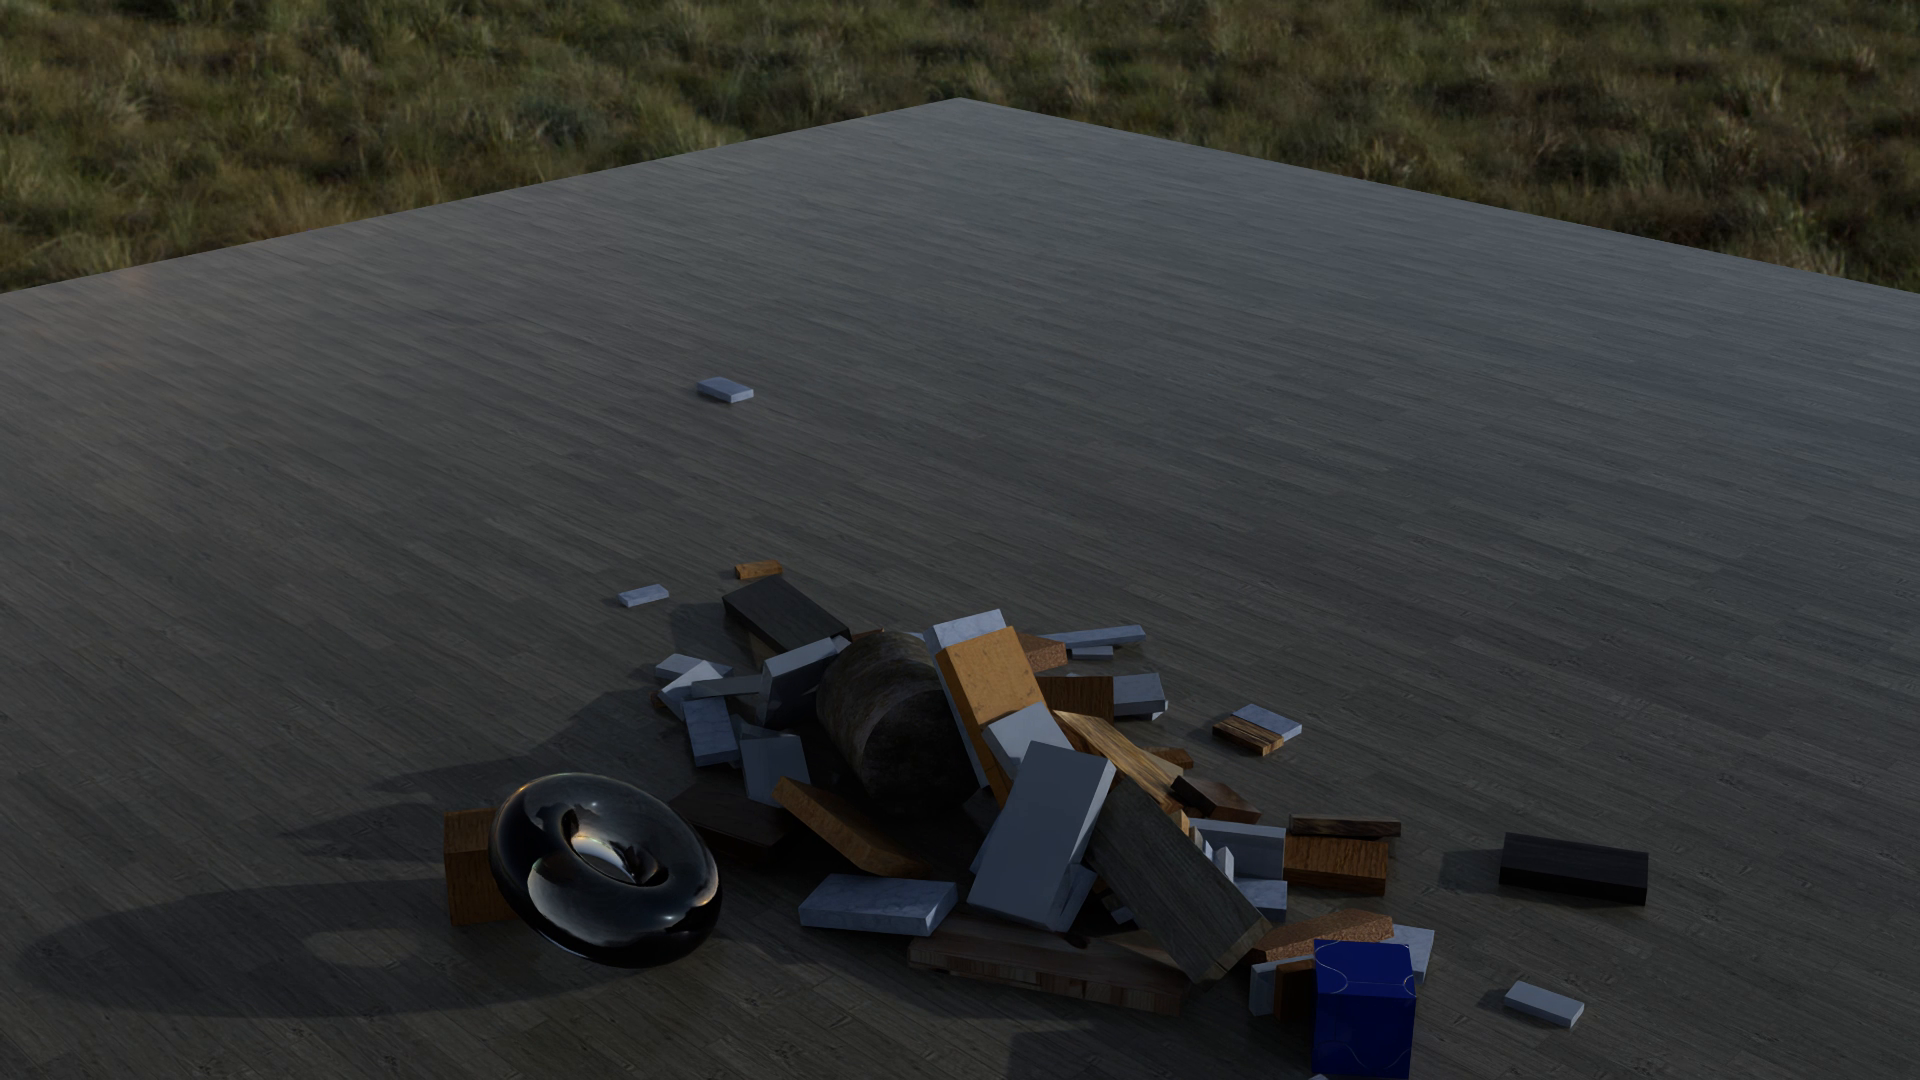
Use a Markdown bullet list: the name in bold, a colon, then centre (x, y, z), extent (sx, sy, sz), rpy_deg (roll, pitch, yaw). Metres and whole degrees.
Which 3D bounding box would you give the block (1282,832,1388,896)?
- **block**: centre (0.639, 0.617, 4.258), extent (0.368, 0.038, 0.135), rpy_deg (5, 23, 12)

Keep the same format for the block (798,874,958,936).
- **block**: centre (-0.151, 0.673, 4.068), extent (0.265, 0.037, 0.132), rpy_deg (0, 21, 26)

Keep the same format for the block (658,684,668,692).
- **block**: centre (-0.620, 0.329, 4.924), extent (0.056, 0.016, 0.112), rpy_deg (13, 26, 27)

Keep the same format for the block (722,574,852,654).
- **block**: centre (-0.411, 0.187, 5.180), extent (0.148, 0.042, 0.438), rpy_deg (-23, 25, -20)

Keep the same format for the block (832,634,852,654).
- **block**: centre (-0.271, 0.286, 4.876), extent (0.128, 0.036, 0.256), rpy_deg (-27, 22, -16)

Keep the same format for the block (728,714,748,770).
- **block**: centre (-0.480, 0.430, 4.713), extent (0.091, 0.026, 0.183), rpy_deg (-13, 26, -27)

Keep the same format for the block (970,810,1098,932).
- **block**: centre (0.136, 0.622, 4.128), extent (0.037, 0.132, 0.265), rpy_deg (27, 1, -41)

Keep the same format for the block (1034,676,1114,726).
- **block**: centre (0.222, 0.354, 4.784), extent (0.222, 0.111, 0.031), rpy_deg (0, -8, -1)

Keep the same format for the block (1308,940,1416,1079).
- **block**: centre (0.674, 0.788, 3.701), extent (0.159, 0.159, 0.159), rpy_deg (2, 23, 6)

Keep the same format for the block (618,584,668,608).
- **block**: centre (-0.780, 0.136, 5.419), extent (0.110, 0.016, 0.055), rpy_deg (-15, 27, -31)

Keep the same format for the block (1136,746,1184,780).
- **block**: centre (0.402, 0.465, 4.516), extent (0.117, 0.017, 0.058), rpy_deg (25, 23, -5)

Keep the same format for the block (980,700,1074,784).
- **block**: centre (0.172, 0.450, 4.208), extent (0.136, 0.039, 0.273), rpy_deg (-22, 69, -34)

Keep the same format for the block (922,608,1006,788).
- **block**: centre (0.060, 0.312, 4.354), extent (0.165, 0.330, 0.047), rpy_deg (-13, -15, -35)

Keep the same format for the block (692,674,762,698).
- **block**: centre (-0.452, 0.317, 4.806), extent (0.256, 0.036, 0.128), rpy_deg (-8, -7, 40)

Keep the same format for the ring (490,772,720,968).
- **ring**: centre (-0.642, 0.596, 4.001), extent (0.448, 0.149, 0.448), rpy_deg (26, 23, -12)

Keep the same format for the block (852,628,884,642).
- **block**: centre (-0.230, 0.264, 4.986), extent (0.095, 0.027, 0.191), rpy_deg (-14, 21, 14)

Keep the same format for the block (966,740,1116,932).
- **block**: centre (0.152, 0.544, 4.062), extent (0.166, 0.047, 0.331), rpy_deg (11, 66, 30)

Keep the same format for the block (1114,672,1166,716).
- **block**: centre (0.335, 0.346, 4.857), extent (0.222, 0.031, 0.111), rpy_deg (-5, 28, -2)

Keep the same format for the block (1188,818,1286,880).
- **block**: centre (0.478, 0.600, 4.174), extent (0.269, 0.135, 0.038), rpy_deg (5, 24, 12)

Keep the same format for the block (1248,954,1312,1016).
- **block**: centre (0.592, 0.770, 3.831), extent (0.178, 0.089, 0.025), rpy_deg (-7, 24, -16)

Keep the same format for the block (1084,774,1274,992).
- **block**: centre (0.371, 0.613, 3.964), extent (0.166, 0.047, 0.428), rpy_deg (-45, 44, 0)

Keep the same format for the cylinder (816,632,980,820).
- **cylinder**: centre (-0.113, 0.376, 4.505), extent (0.289, 0.289, 0.289), rpy_deg (-9, 25, -20)

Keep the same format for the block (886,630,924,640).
- **block**: centre (-0.136, 0.264, 4.957), extent (0.095, 0.027, 0.191), rpy_deg (3, 26, 7)

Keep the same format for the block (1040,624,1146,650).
- **block**: centre (0.060, 0.255, 5.116), extent (0.757, 0.016, 0.056), rpy_deg (-6, 24, -10)

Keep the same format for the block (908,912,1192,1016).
- **block**: centre (0.164, 0.754, 3.935), extent (0.499, 0.039, 0.136), rpy_deg (7, 24, 16)

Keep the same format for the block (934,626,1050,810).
- **block**: centre (0.092, 0.348, 4.295), extent (0.165, 0.334, 0.047), rpy_deg (-16, -13, -34)

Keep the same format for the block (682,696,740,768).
- **block**: centre (-0.534, 0.407, 4.702), extent (0.091, 0.026, 0.241), rpy_deg (-9, 26, -10)

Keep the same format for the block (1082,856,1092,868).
- **block**: centre (0.204, 0.635, 4.154), extent (0.110, 0.016, 0.055), rpy_deg (-39, 11, 22)

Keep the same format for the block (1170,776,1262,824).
- **block**: centre (0.508, 0.516, 4.350), extent (0.104, 0.029, 0.208), rpy_deg (38, 11, 33)

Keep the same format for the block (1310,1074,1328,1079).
- **block**: centre (0.550, 0.925, 3.550), extent (0.173, 0.024, 0.086), rpy_deg (-16, 28, -34)

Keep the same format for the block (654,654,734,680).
- **block**: centre (-0.607, 0.301, 5.023), extent (0.161, 0.023, 0.081), rpy_deg (11, 25, 25)

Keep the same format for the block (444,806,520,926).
- **block**: centre (-0.884, 0.608, 4.130), extent (0.154, 0.154, 0.154), rpy_deg (-5, 23, -11)
